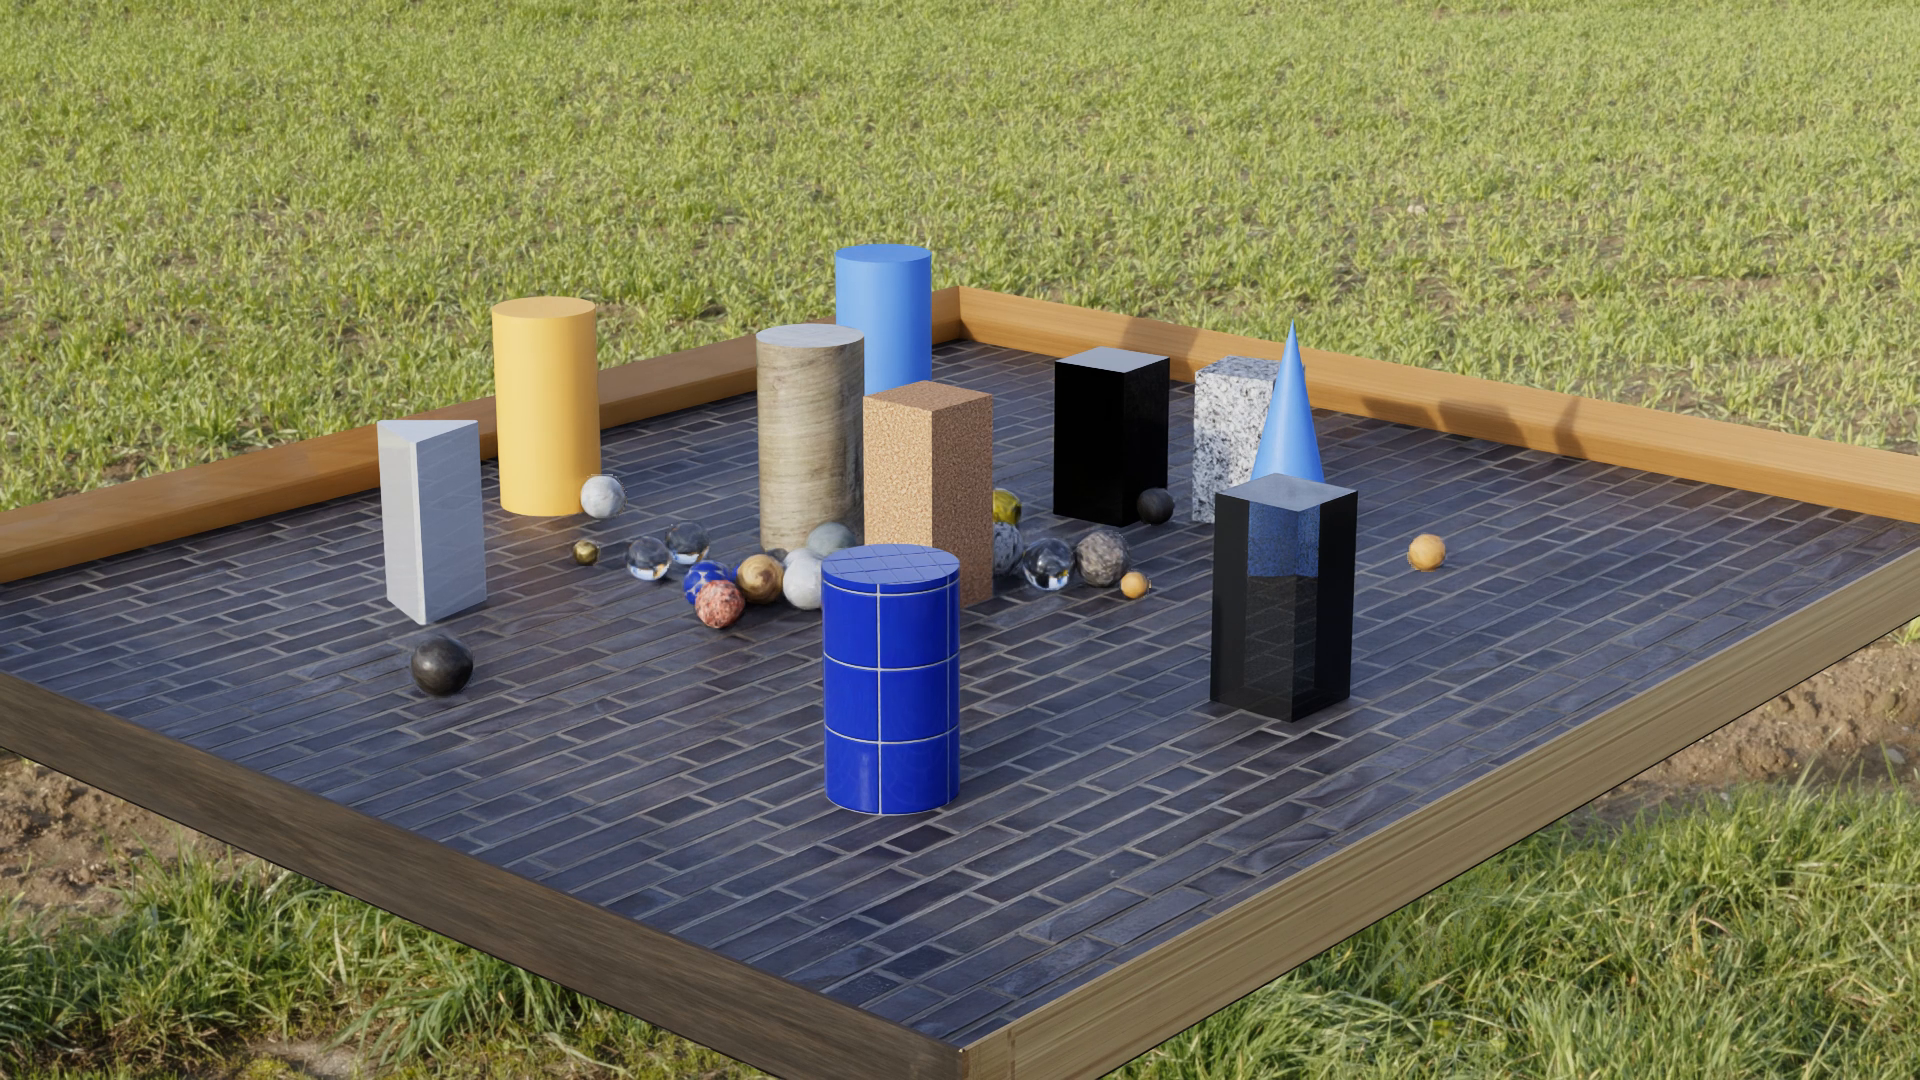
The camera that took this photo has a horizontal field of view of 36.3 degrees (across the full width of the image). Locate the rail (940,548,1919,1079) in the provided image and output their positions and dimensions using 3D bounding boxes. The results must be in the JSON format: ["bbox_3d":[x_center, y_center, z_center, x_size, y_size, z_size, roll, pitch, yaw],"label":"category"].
[{"bbox_3d":[0.981,0.278,4.305,0.045,0.127,3.038,14,22,39],"label":"rail"}]

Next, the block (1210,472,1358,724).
[{"bbox_3d":[0.504,0.088,4.572,0.157,0.339,0.157,15,22,40],"label":"block"}]

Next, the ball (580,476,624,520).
[{"bbox_3d":[-0.680,-0.081,5.573,0.084,0.084,0.084,0,17,0],"label":"ball"}]

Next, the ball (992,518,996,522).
[{"bbox_3d":[0.043,-0.027,5.459,0.047,0.047,0.047,0,17,0],"label":"ball"}]

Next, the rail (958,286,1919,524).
[{"bbox_3d":[0.980,-0.294,6.201,2.645,0.127,0.045,14,22,39],"label":"rail"}]

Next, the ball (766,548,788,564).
[{"bbox_3d":[-0.324,0.040,5.222,0.054,0.054,0.054,0,17,0],"label":"ball"}]

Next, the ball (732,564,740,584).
[{"bbox_3d":[-0.382,0.062,5.170,0.042,0.042,0.042,0,17,0],"label":"ball"}]

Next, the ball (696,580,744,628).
[{"bbox_3d":[-0.405,0.108,4.949,0.083,0.083,0.083,0,17,0],"label":"ball"}]

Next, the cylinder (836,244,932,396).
[{"bbox_3d":[-0.156,-0.386,6.018,0.196,0.411,0.196,0,17,0],"label":"cylinder"}]

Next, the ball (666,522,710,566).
[{"bbox_3d":[-0.491,0.007,5.292,0.078,0.078,0.078,0,17,0],"label":"ball"}]

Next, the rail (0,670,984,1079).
[{"bbox_3d":[-0.980,0.358,4.039,2.645,0.127,0.045,14,22,39],"label":"rail"}]

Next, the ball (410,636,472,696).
[{"bbox_3d":[-0.817,0.198,4.624,0.097,0.097,0.097,0,17,0],"label":"ball"}]

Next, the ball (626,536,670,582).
[{"bbox_3d":[-0.553,0.034,5.202,0.079,0.079,0.079,0,17,0],"label":"ball"}]

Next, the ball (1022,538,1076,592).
[{"bbox_3d":[0.157,0.043,5.146,0.094,0.094,0.094,0,17,0],"label":"ball"}]

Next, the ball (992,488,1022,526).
[{"bbox_3d":[0.076,-0.057,5.504,0.079,0.079,0.079,0,17,0],"label":"ball"}]

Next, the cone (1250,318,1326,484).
[{"bbox_3d":[0.596,-0.188,5.313,0.196,0.438,0.196,0,17,0],"label":"cone"}]

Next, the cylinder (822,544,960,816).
[{"bbox_3d":[-0.098,0.198,4.200,0.196,0.343,0.196,0,17,0],"label":"cylinder"}]

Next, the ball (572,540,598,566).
[{"bbox_3d":[-0.676,0.023,5.296,0.046,0.046,0.046,0,17,0],"label":"ball"}]

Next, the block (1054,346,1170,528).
[{"bbox_3d":[0.288,-0.198,5.587,0.157,0.300,0.157,12,21,35],"label":"block"}]

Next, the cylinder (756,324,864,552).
[{"bbox_3d":[-0.271,-0.180,5.360,0.196,0.397,0.196,0,17,0],"label":"cylinder"}]

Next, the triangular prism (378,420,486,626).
[{"bbox_3d":[-0.932,-0.040,5.030,0.147,0.320,0.170,10,19,29],"label":"triangular prism"}]

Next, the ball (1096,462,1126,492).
[{"bbox_3d":[0.297,-0.125,5.758,0.061,0.061,0.061,0,17,0],"label":"ball"}]

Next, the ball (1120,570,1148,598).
[{"bbox_3d":[0.304,0.078,5.109,0.048,0.048,0.048,0,17,0],"label":"ball"}]

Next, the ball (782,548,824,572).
[{"bbox_3d":[-0.274,0.055,5.126,0.082,0.082,0.082,0,17,0],"label":"ball"}]

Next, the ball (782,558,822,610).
[{"bbox_3d":[-0.260,0.075,5.043,0.091,0.091,0.091,0,17,0],"label":"ball"}]

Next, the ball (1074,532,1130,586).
[{"bbox_3d":[0.251,0.033,5.170,0.098,0.098,0.098,0,17,0],"label":"ball"}]

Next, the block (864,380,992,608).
[{"bbox_3d":[-0.055,-0.072,5.058,0.157,0.365,0.157,14,22,39],"label":"block"}]

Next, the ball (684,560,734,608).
[{"bbox_3d":[-0.431,0.079,5.034,0.088,0.088,0.088,0,17,0],"label":"ball"}]

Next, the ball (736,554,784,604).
[{"bbox_3d":[-0.344,0.068,5.072,0.087,0.087,0.087,0,17,0],"label":"ball"}]

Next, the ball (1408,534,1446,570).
[{"bbox_3d":[0.838,0.022,5.263,0.066,0.066,0.066,0,17,0],"label":"ball"}]

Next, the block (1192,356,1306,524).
[{"bbox_3d":[0.548,-0.185,5.562,0.157,0.290,0.157,9,19,28],"label":"block"}]

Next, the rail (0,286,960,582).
[{"bbox_3d":[-0.981,-0.214,5.935,0.045,0.127,3.038,14,22,39],"label":"rail"}]

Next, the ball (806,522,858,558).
[{"bbox_3d":[-0.229,0.013,5.246,0.092,0.092,0.092,0,17,0],"label":"ball"}]

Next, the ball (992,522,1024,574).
[{"bbox_3d":[0.068,0.014,5.240,0.095,0.095,0.095,0,17,0],"label":"ball"}]

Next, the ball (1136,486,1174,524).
[{"bbox_3d":[0.370,-0.065,5.542,0.071,0.071,0.071,0,17,0],"label":"ball"}]

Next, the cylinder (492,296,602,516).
[{"bbox_3d":[-0.793,-0.259,5.639,0.196,0.386,0.196,0,17,0],"label":"cylinder"}]
